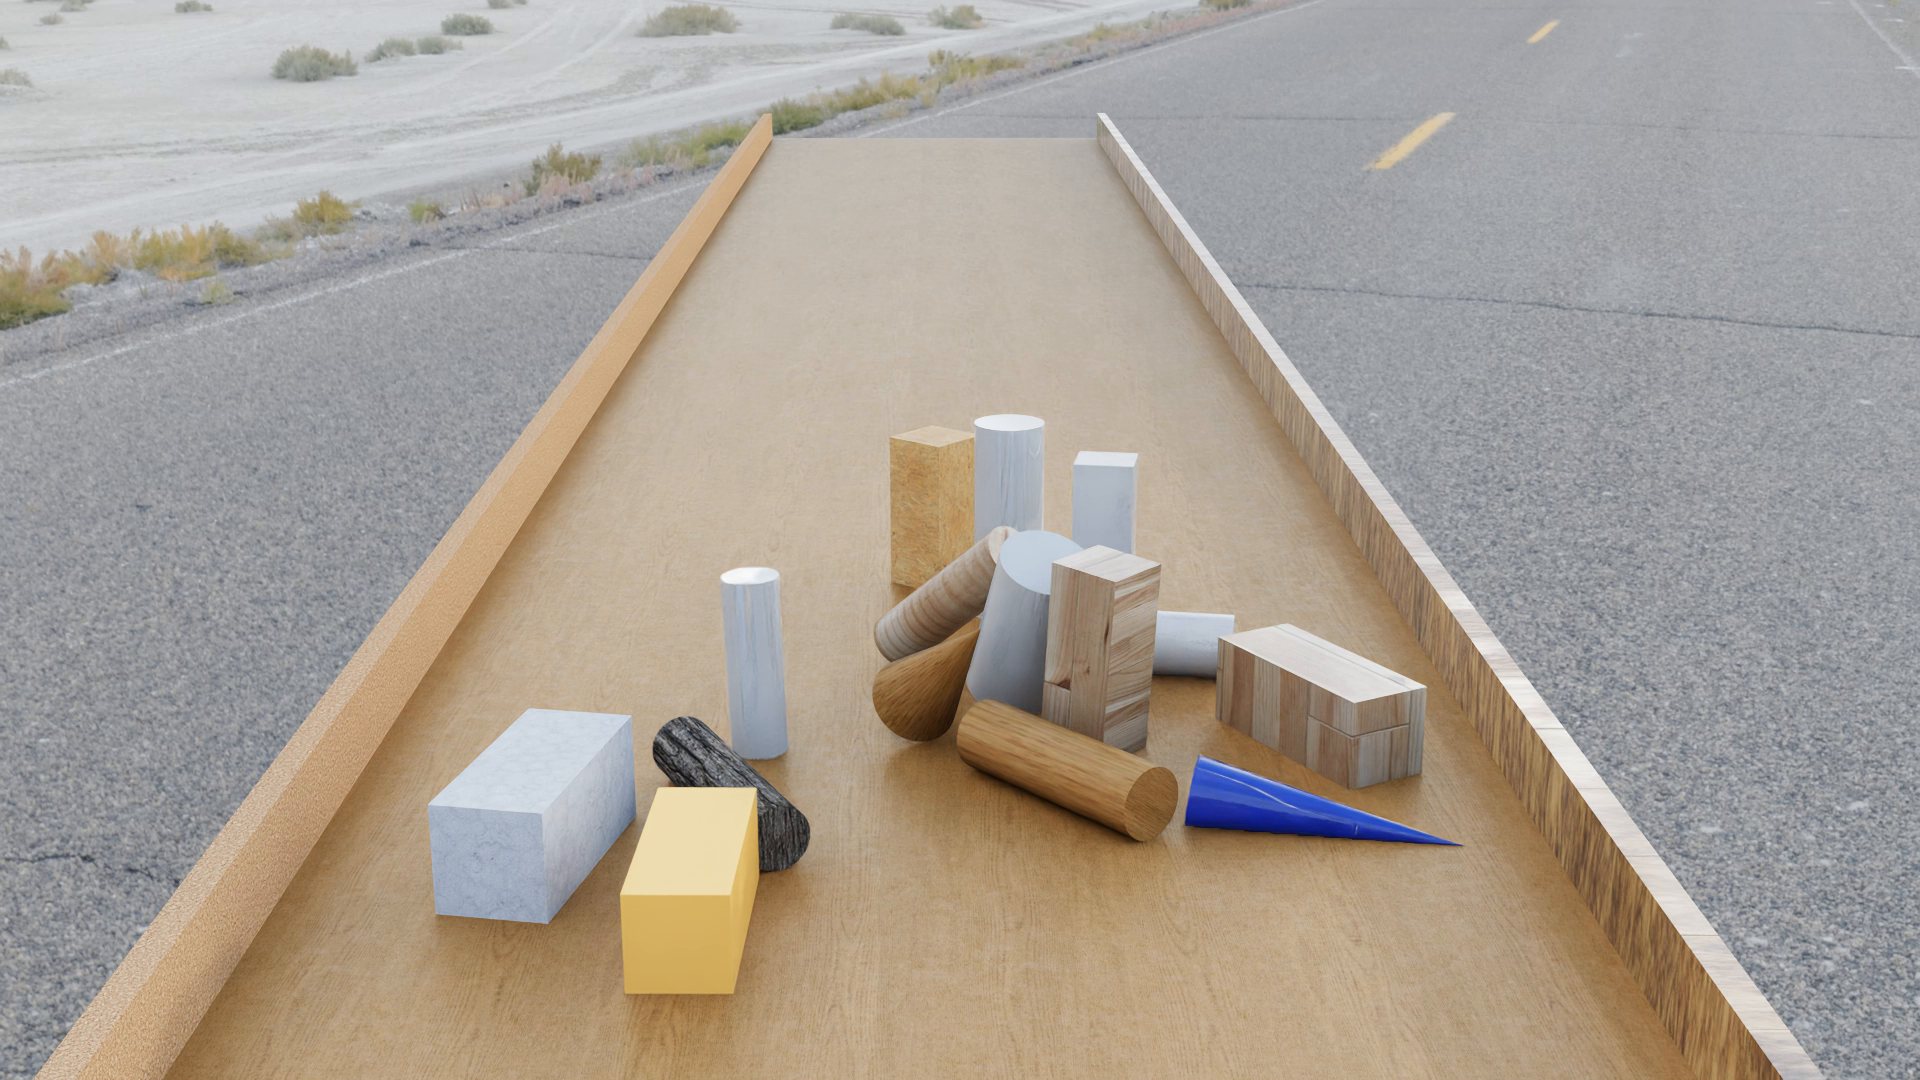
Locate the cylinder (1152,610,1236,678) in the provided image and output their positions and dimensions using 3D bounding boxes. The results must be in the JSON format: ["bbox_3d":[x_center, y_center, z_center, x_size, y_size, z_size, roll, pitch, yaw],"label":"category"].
[{"bbox_3d":[0.313,0.198,4.339,0.450,0.126,0.126,3,17,10],"label":"cylinder"}]

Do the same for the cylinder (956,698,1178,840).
[{"bbox_3d":[0.176,0.383,3.717,0.126,0.126,0.412,-14,21,-39],"label":"cylinder"}]

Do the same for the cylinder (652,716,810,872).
[{"bbox_3d":[-0.385,0.414,3.642,0.109,0.109,0.438,-8,18,-26],"label":"cylinder"}]

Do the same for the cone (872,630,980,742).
[{"bbox_3d":[-0.024,0.222,3.900,0.165,0.165,0.311,-10,-22,-29],"label":"cone"}]

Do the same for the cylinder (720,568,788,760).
[{"bbox_3d":[-0.365,0.219,3.911,0.103,0.326,0.103,-2,16,0],"label":"cylinder"}]

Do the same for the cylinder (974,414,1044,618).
[{"bbox_3d":[0.103,-0.045,4.647,0.147,0.417,0.147,0,17,0],"label":"cylinder"}]

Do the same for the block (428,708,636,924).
[{"bbox_3d":[-0.667,0.427,3.476,0.179,0.179,0.407,3,17,10],"label":"block"}]

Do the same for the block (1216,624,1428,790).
[{"bbox_3d":[0.643,0.293,3.959,0.160,0.160,0.393,-9,19,-28],"label":"block"}]

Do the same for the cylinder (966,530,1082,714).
[{"bbox_3d":[0.125,0.156,4.071,0.172,0.316,0.172,8,41,-7],"label":"cylinder"}]

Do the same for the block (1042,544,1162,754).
[{"bbox_3d":[0.248,0.206,3.905,0.137,0.351,0.137,18,24,36],"label":"block"}]

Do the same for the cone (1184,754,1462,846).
[{"bbox_3d":[0.601,0.454,3.598,0.450,0.117,0.117,11,18,10],"label":"cone"}]

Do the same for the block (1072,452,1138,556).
[{"bbox_3d":[0.290,0.030,4.427,0.118,0.397,0.118,3,16,9],"label":"block"}]

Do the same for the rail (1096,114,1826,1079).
[{"bbox_3d":[0.932,-0.844,7.801,0.050,0.150,12.000,0,17,-1],"label":"rail"}]

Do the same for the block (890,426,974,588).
[{"bbox_3d":[-0.054,-0.069,4.876,0.142,0.332,0.142,14,21,38],"label":"block"}]

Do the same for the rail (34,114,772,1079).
[{"bbox_3d":[-1.118,-0.838,7.780,0.050,0.150,12.000,0,17,-1],"label":"rail"}]

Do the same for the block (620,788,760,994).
[{"bbox_3d":[-0.393,0.510,3.244,0.152,0.152,0.378,0,17,0],"label":"block"}]

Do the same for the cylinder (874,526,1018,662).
[{"bbox_3d":[-0.014,0.112,4.265,0.113,0.113,0.390,-18,-15,-45],"label":"cylinder"}]
